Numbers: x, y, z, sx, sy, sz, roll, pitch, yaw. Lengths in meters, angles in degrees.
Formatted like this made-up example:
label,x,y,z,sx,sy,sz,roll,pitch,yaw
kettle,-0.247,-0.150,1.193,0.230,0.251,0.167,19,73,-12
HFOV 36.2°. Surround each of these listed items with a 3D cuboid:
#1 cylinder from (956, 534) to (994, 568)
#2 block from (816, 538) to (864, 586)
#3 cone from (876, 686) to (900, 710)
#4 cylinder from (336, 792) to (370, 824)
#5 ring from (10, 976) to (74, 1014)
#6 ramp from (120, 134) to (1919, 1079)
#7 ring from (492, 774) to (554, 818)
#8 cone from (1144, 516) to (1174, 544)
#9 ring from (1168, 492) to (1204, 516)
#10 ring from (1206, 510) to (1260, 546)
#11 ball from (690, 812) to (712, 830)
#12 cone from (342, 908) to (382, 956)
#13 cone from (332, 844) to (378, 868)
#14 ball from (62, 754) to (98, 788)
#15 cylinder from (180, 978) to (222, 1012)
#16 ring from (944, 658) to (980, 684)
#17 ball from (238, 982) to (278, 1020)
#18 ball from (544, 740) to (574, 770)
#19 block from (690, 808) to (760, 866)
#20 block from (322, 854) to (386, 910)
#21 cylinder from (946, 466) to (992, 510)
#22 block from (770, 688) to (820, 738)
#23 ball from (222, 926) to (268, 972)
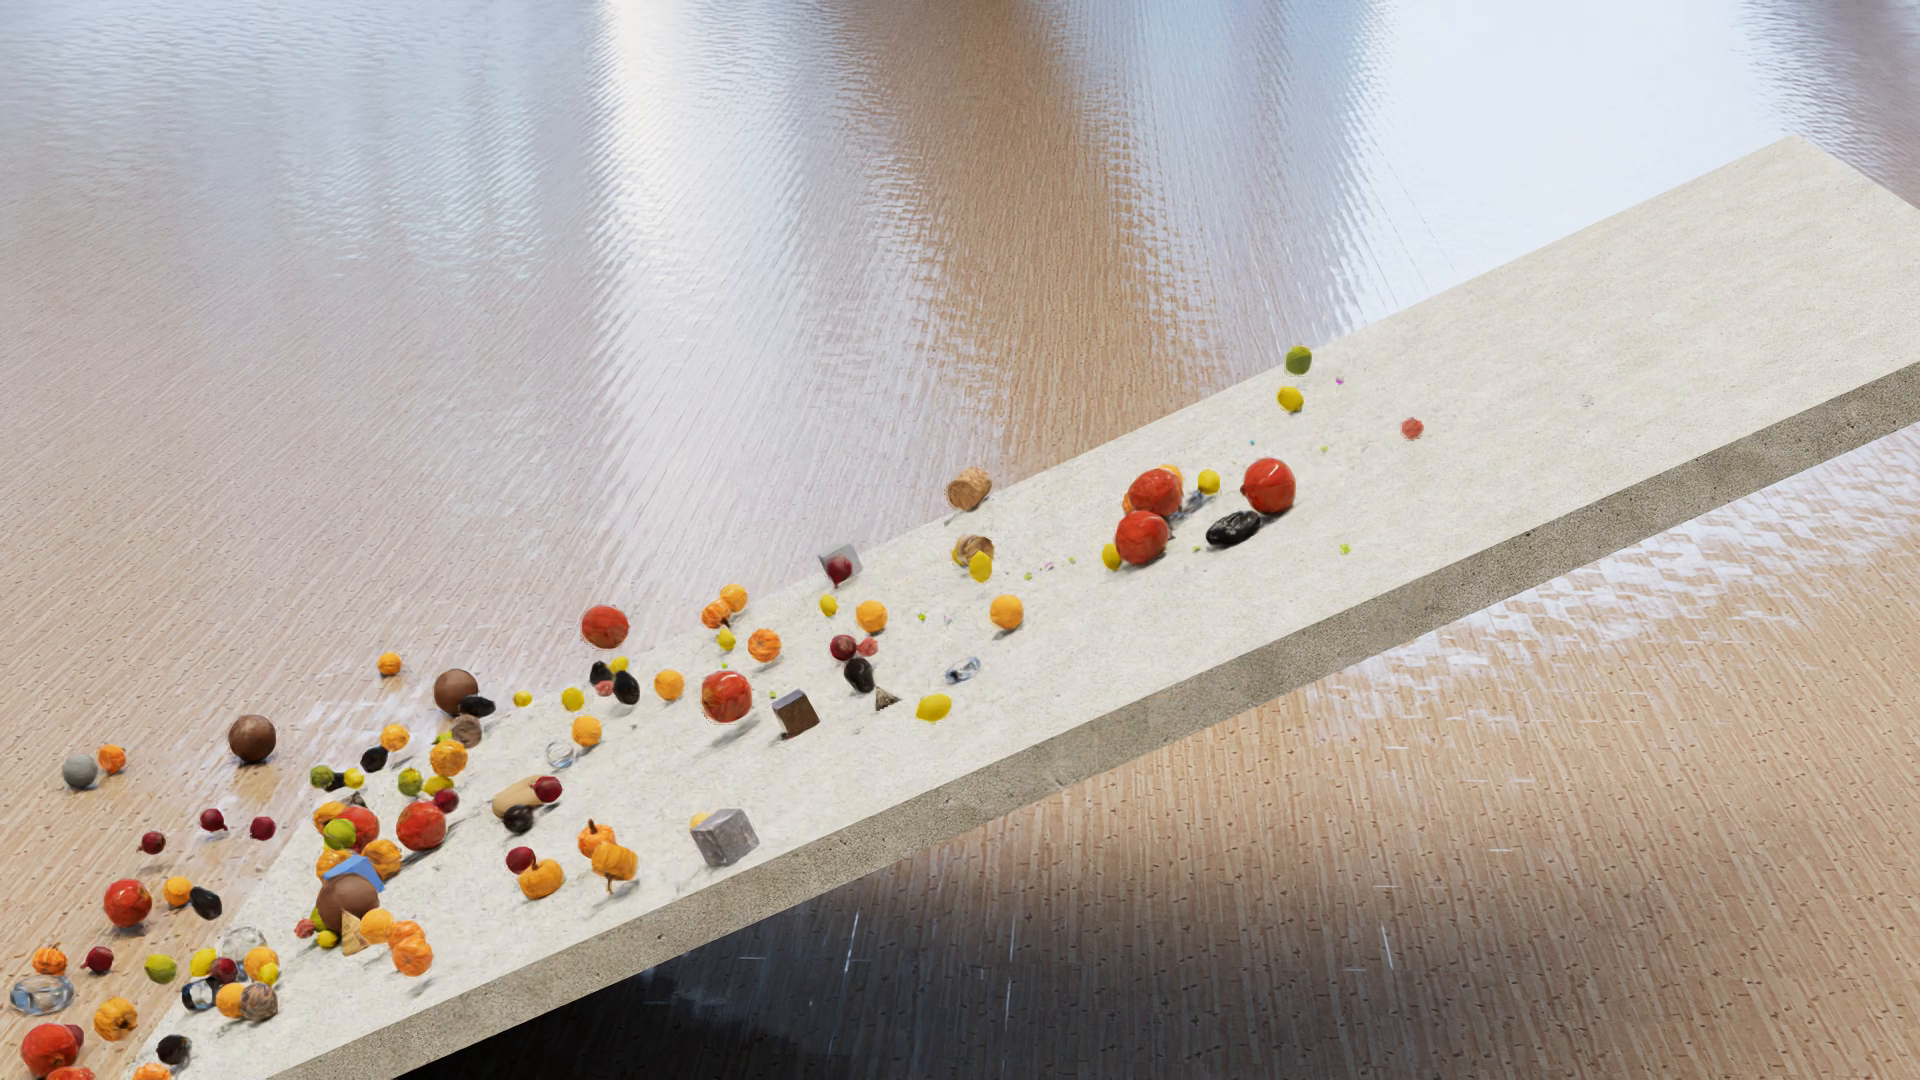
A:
label,x,y,z,sx,sy,sz,roll,pitch,yaw
cylinder,0.034,0.025,6.645,0.070,0.070,0.070,-6,7,-19
block,-0.291,0.053,7.148,0.077,0.077,0.077,-29,13,-11
cone,-0.143,0.322,5.952,0.051,0.051,0.051,2,16,4
cylinder,-1.473,0.649,7.140,0.057,0.057,0.057,-30,24,-13
ring,-2.046,1.012,6.556,0.141,0.047,0.141,1,16,0
ramp,0.136,0.169,6.282,4.000,0.100,2.000,-24,13,9
ring,-0.968,0.568,6.513,0.149,0.050,0.149,-24,12,6
cone,0.426,-0.011,6.143,0.061,0.061,0.061,18,23,33
ring,0.484,-0.077,6.285,0.083,0.028,0.083,-25,12,6
ring,0.550,-0.023,5.927,0.116,0.039,0.116,-24,13,6
ball,-0.496,0.552,5.679,0.051,0.051,0.051,0,16,0
cone,-1.260,0.799,6.091,0.090,0.090,0.090,-25,13,6
cone,-1.355,0.733,6.634,0.092,0.092,0.092,4,16,9
ball,-2.352,0.617,7.859,0.091,0.091,0.091,0,16,0
cylinder,-1.597,0.957,6.194,0.060,0.060,0.060,-19,6,28
ring,0.006,0.261,5.896,0.080,0.027,0.080,-26,13,6
ball,-1.411,0.928,5.914,0.077,0.077,0.077,0,16,0
ball,-0.909,0.487,6.676,0.066,0.066,0.066,0,16,0
block,-0.439,0.556,5.495,0.078,0.078,0.078,-36,16,-35
block,-1.325,0.748,6.427,0.084,0.084,0.084,-34,15,-28
cylinder,0.022,-0.127,7.207,0.082,0.082,0.082,8,29,25
block,-0.341,0.359,6.086,0.069,0.069,0.069,-29,13,-10
ball,-1.529,0.877,6.291,0.097,0.097,0.097,0,16,0
